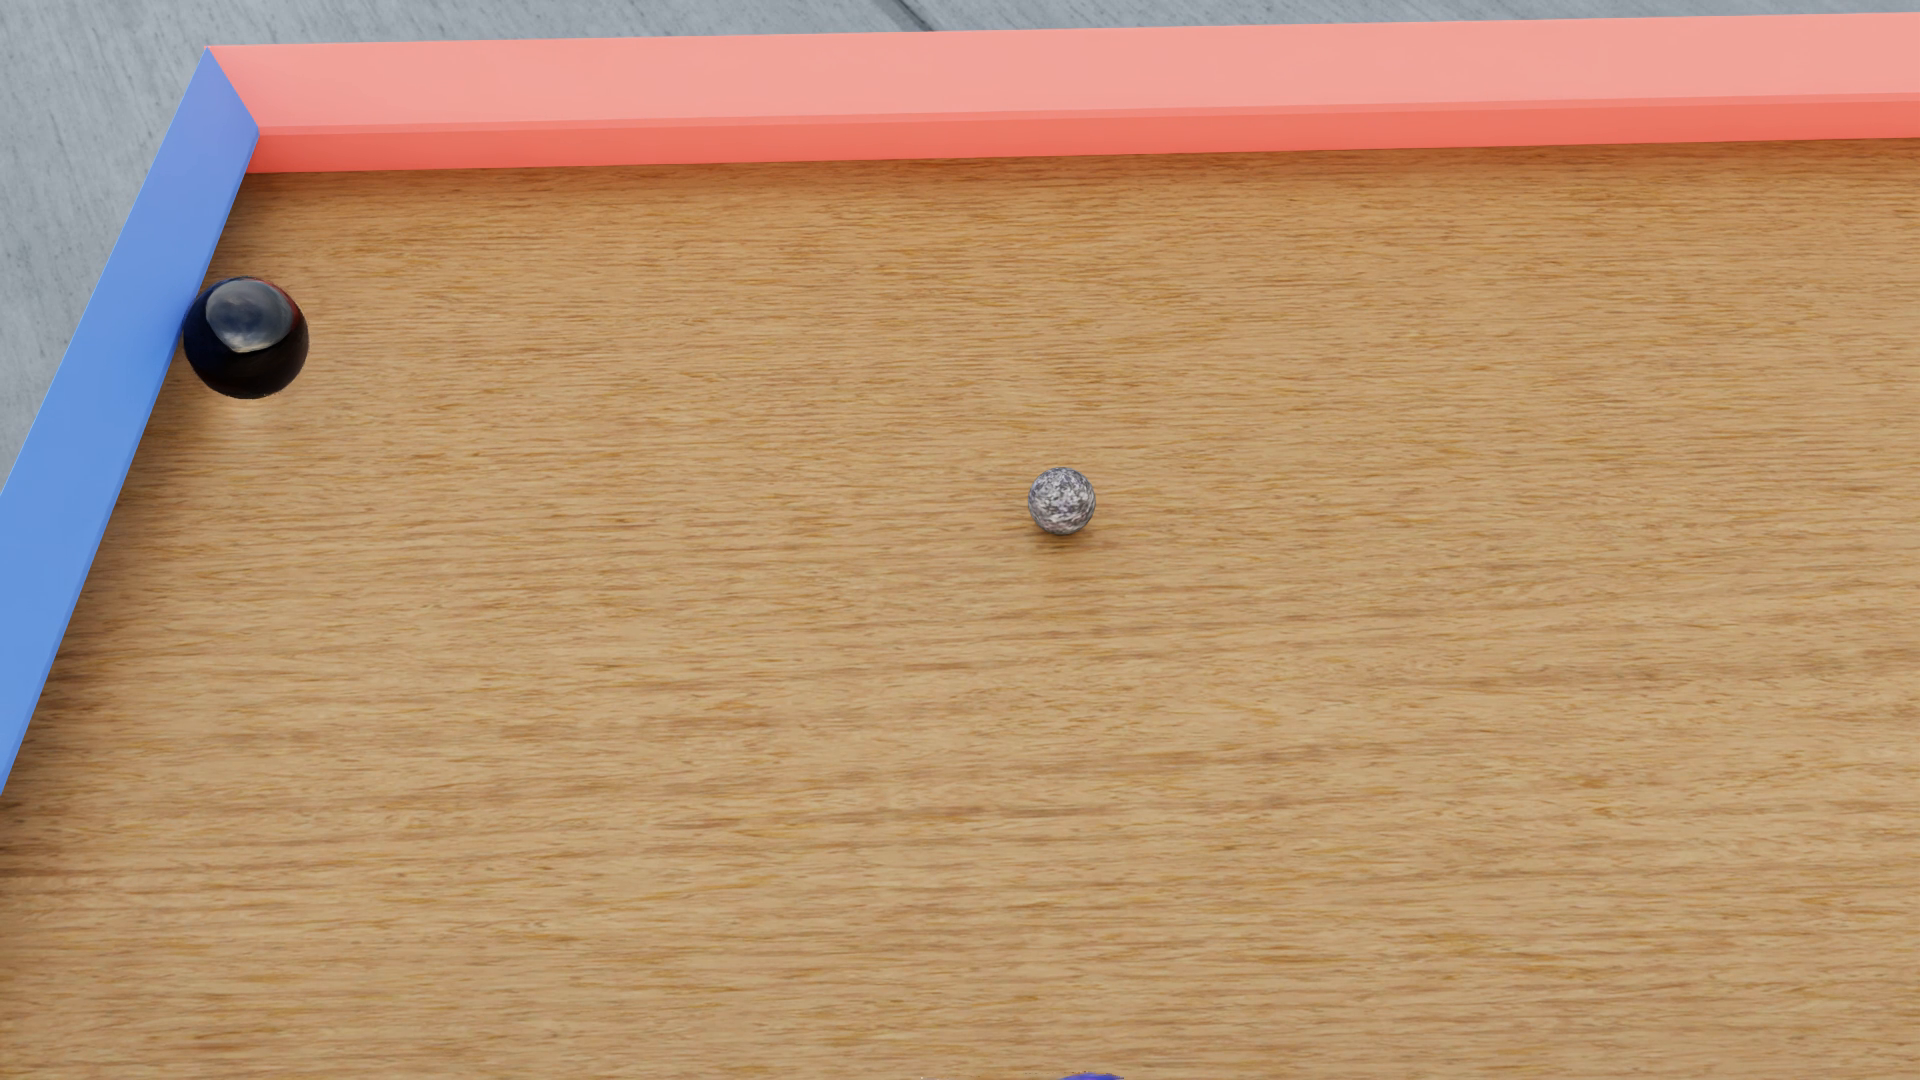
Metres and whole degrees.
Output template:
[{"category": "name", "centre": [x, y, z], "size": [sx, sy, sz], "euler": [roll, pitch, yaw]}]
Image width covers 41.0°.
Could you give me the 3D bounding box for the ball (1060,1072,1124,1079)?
[{"category": "ball", "centre": [0.069, 0.323, 1.334], "size": [0.091, 0.091, 0.091], "euler": [0, 35, 0]}]

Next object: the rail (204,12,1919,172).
[{"category": "rail", "centre": [0.608, -0.409, 2.340], "size": [2.556, 0.124, 0.045], "euler": [-2, 35, -2]}]

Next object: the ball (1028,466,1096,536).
[{"category": "ball", "centre": [0.074, -0.028, 1.868], "size": [0.050, 0.050, 0.050], "euler": [0, 35, 0]}]

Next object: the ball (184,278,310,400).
[{"category": "ball", "centre": [-0.559, -0.158, 2.011], "size": [0.095, 0.095, 0.095], "euler": [0, 35, 0]}]

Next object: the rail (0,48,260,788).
[{"category": "rail", "centre": [-0.615, -0.005, 1.769], "size": [0.045, 0.124, 1.330], "euler": [-2, 35, -2]}]
